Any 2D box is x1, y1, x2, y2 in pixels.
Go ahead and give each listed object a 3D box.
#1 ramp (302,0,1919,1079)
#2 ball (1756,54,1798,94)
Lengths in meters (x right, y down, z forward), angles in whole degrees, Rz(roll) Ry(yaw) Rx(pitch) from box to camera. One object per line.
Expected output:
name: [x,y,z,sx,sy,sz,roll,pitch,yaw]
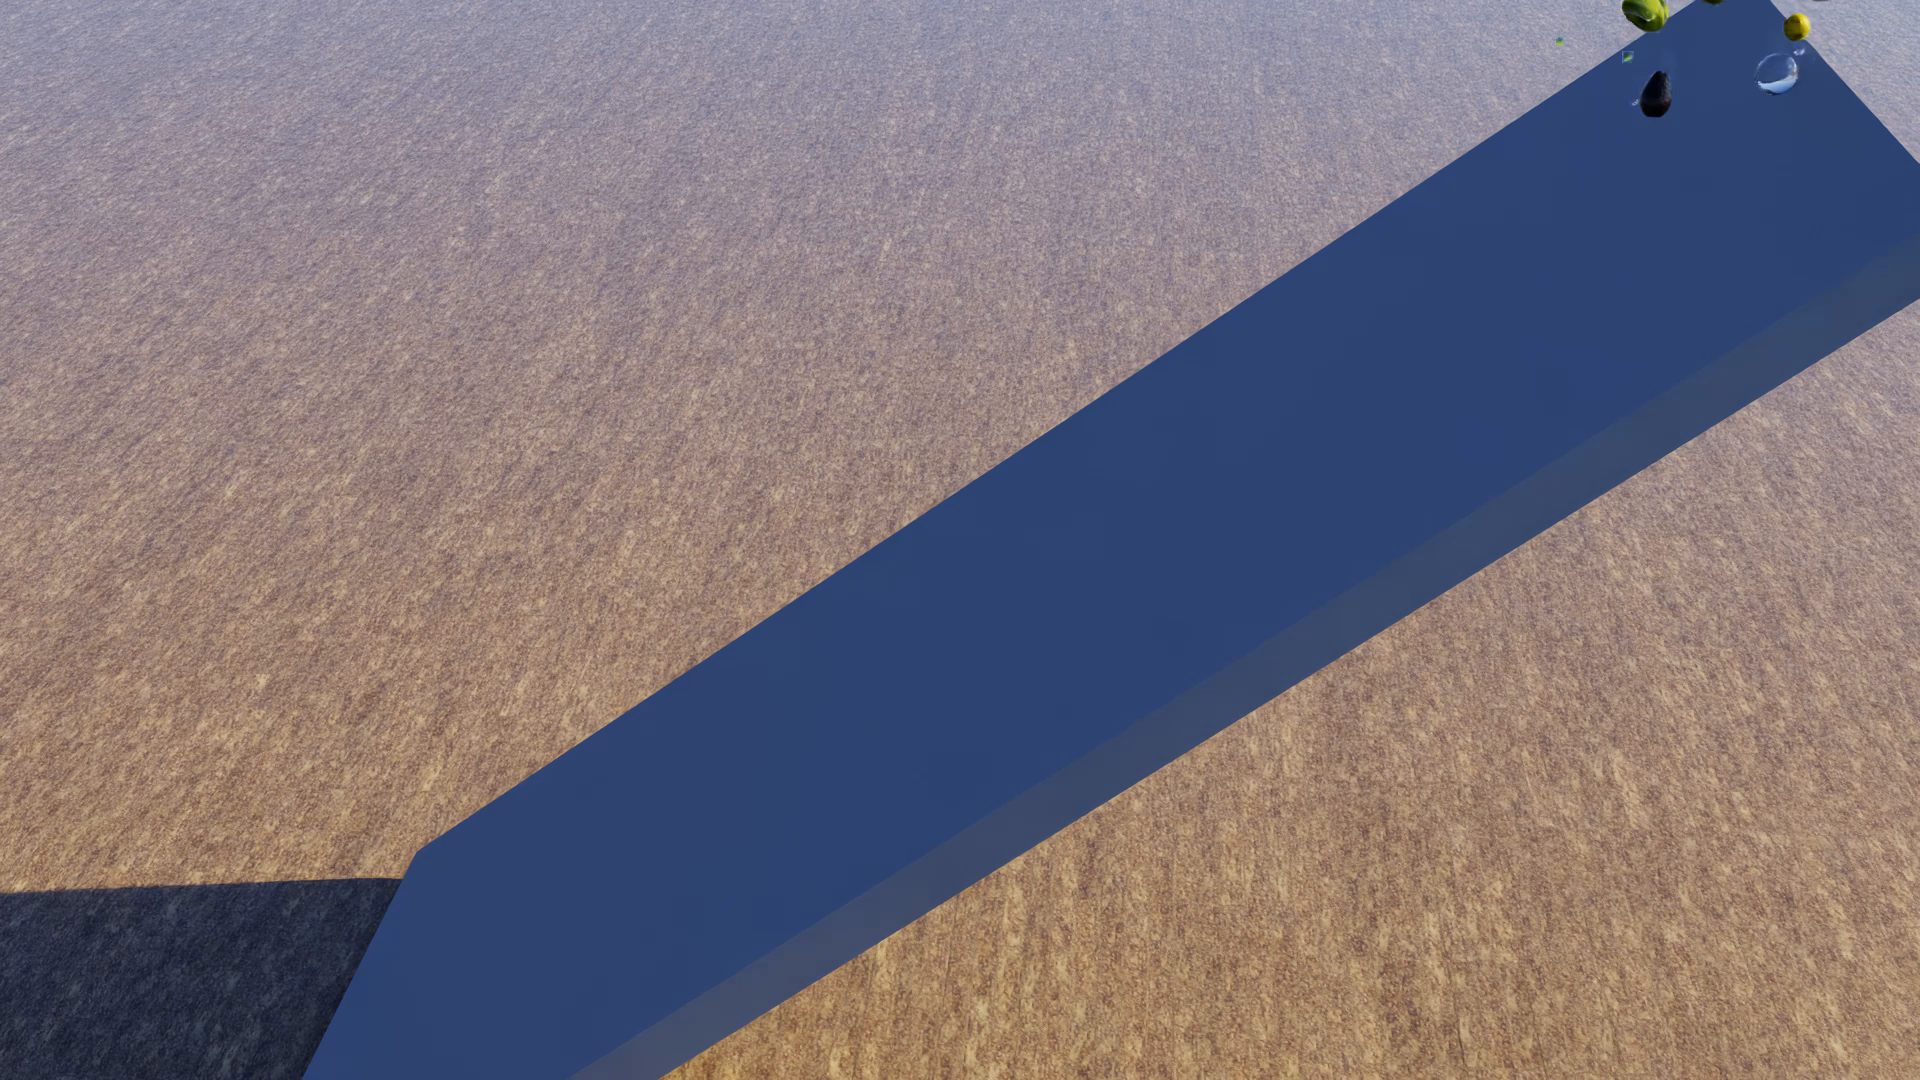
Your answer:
ramp: [0.132,0.177,6.315,4.000,0.100,2.000,-33,16,16]
ball: [1.614,-0.920,5.810,0.081,0.081,0.081,0,22,0]
